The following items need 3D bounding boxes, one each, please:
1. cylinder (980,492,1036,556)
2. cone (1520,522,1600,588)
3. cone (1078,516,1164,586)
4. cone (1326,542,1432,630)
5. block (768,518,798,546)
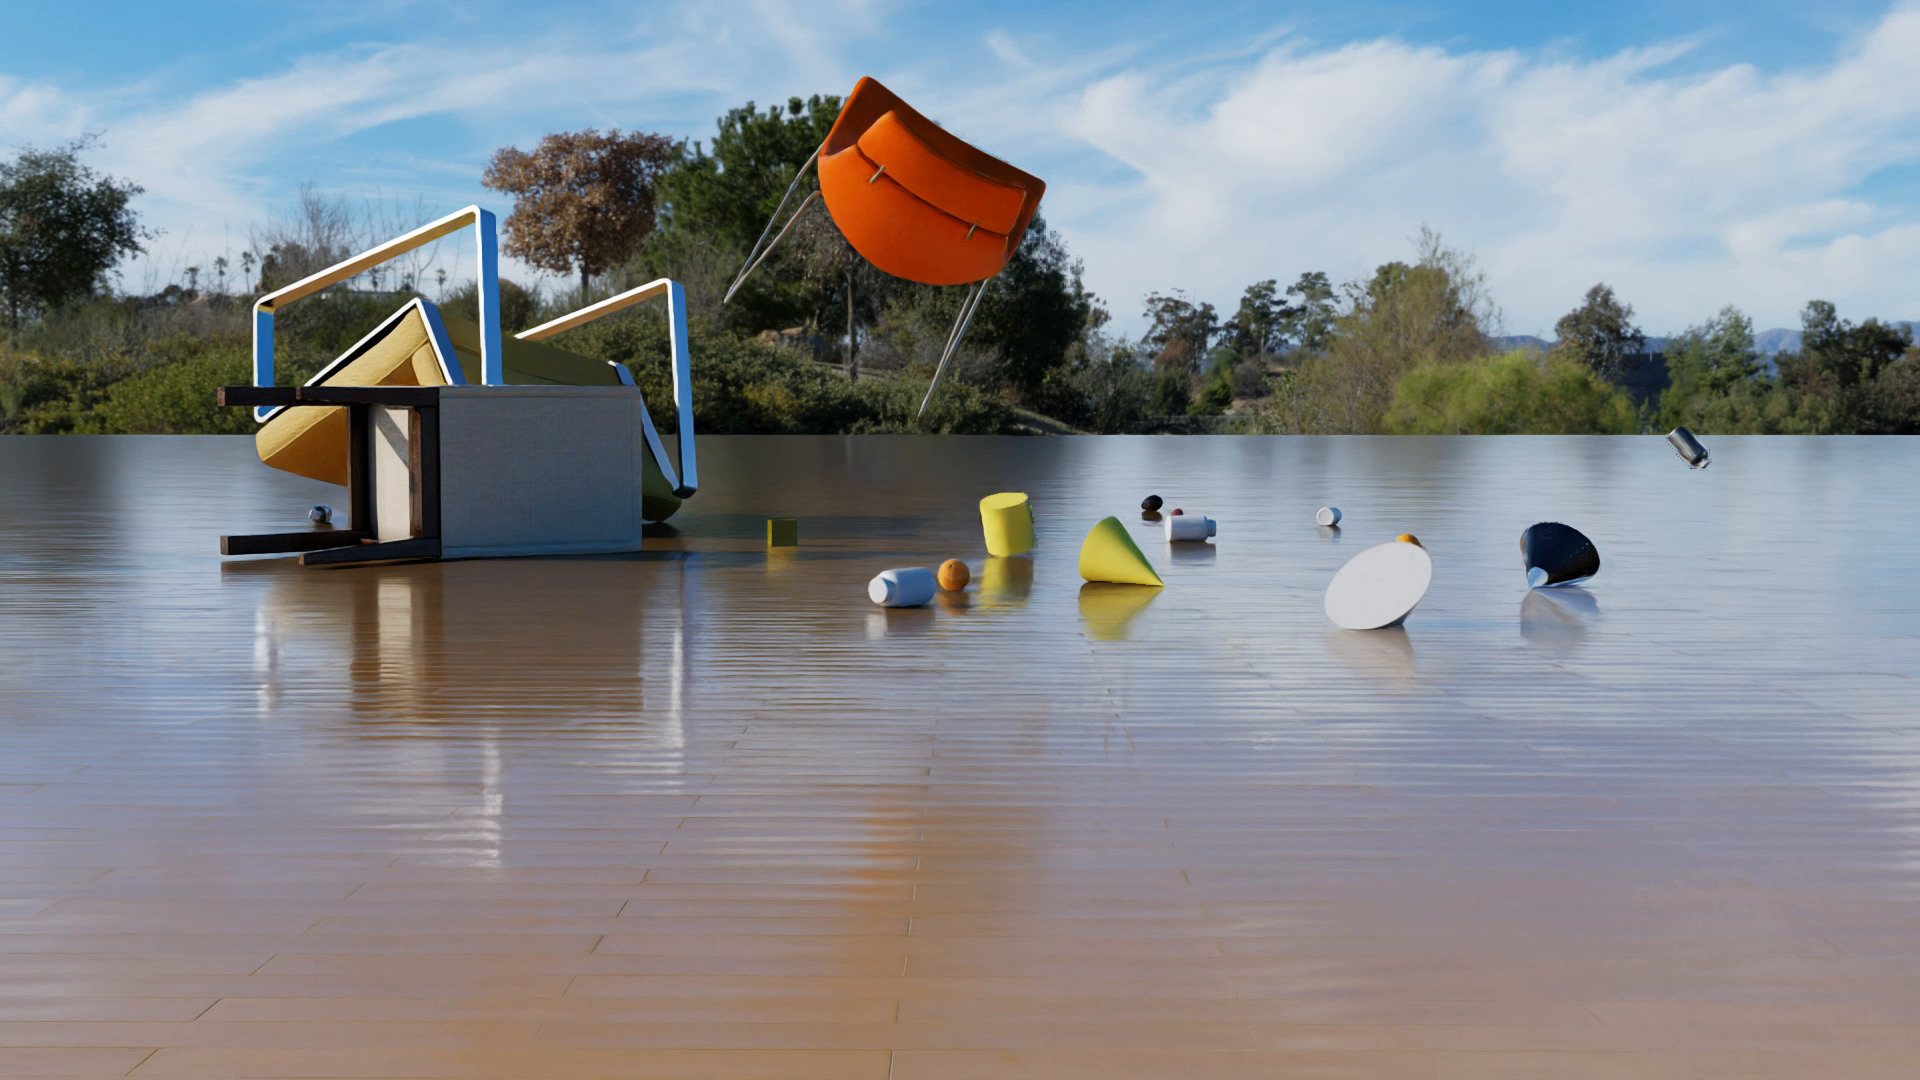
[{"bbox_3d":[0.128,-0.044,5.955,0.129,0.136,0.147,-16,18,-18],"label":"cylinder"},{"bbox_3d":[1.328,0.070,4.993,0.198,0.168,0.145,0,33,47],"label":"cone"},{"bbox_3d":[0.398,0.063,5.070,0.144,0.164,0.205,-8,31,-45],"label":"cone"},{"bbox_3d":[0.817,0.123,4.179,0.218,0.115,0.212,-43,35,-8],"label":"cone"},{"bbox_3d":[-0.509,-0.021,6.307,0.075,0.074,0.063,-1,4,-15],"label":"block"}]
